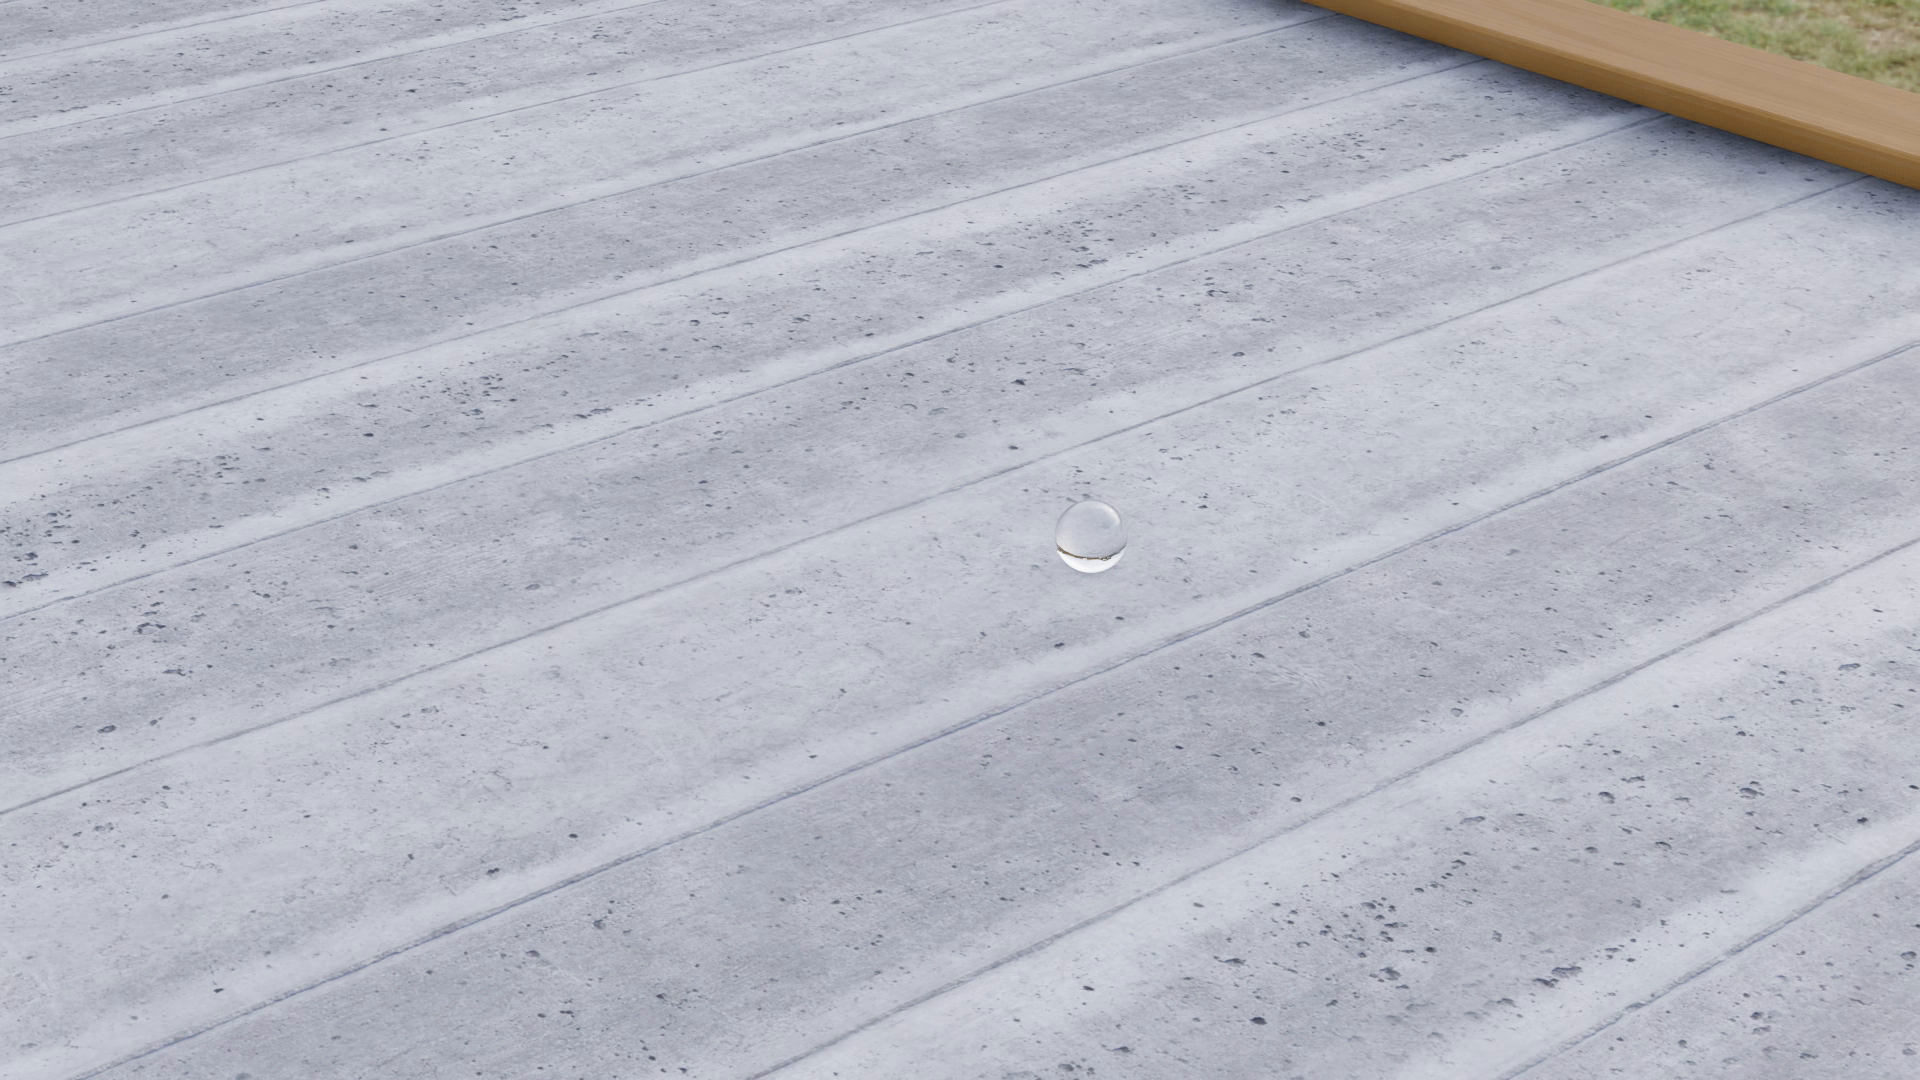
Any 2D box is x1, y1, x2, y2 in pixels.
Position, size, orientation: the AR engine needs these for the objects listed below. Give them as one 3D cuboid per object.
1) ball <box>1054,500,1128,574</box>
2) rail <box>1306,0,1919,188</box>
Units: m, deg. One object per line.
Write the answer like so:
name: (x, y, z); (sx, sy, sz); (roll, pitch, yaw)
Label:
ball: (0.093, -0.003, 2.083); (0.052, 0.052, 0.052); (0, 26, 0)
rail: (0.259, -0.725, 3.506); (0.045, 0.090, 4.377); (-20, 32, -34)
